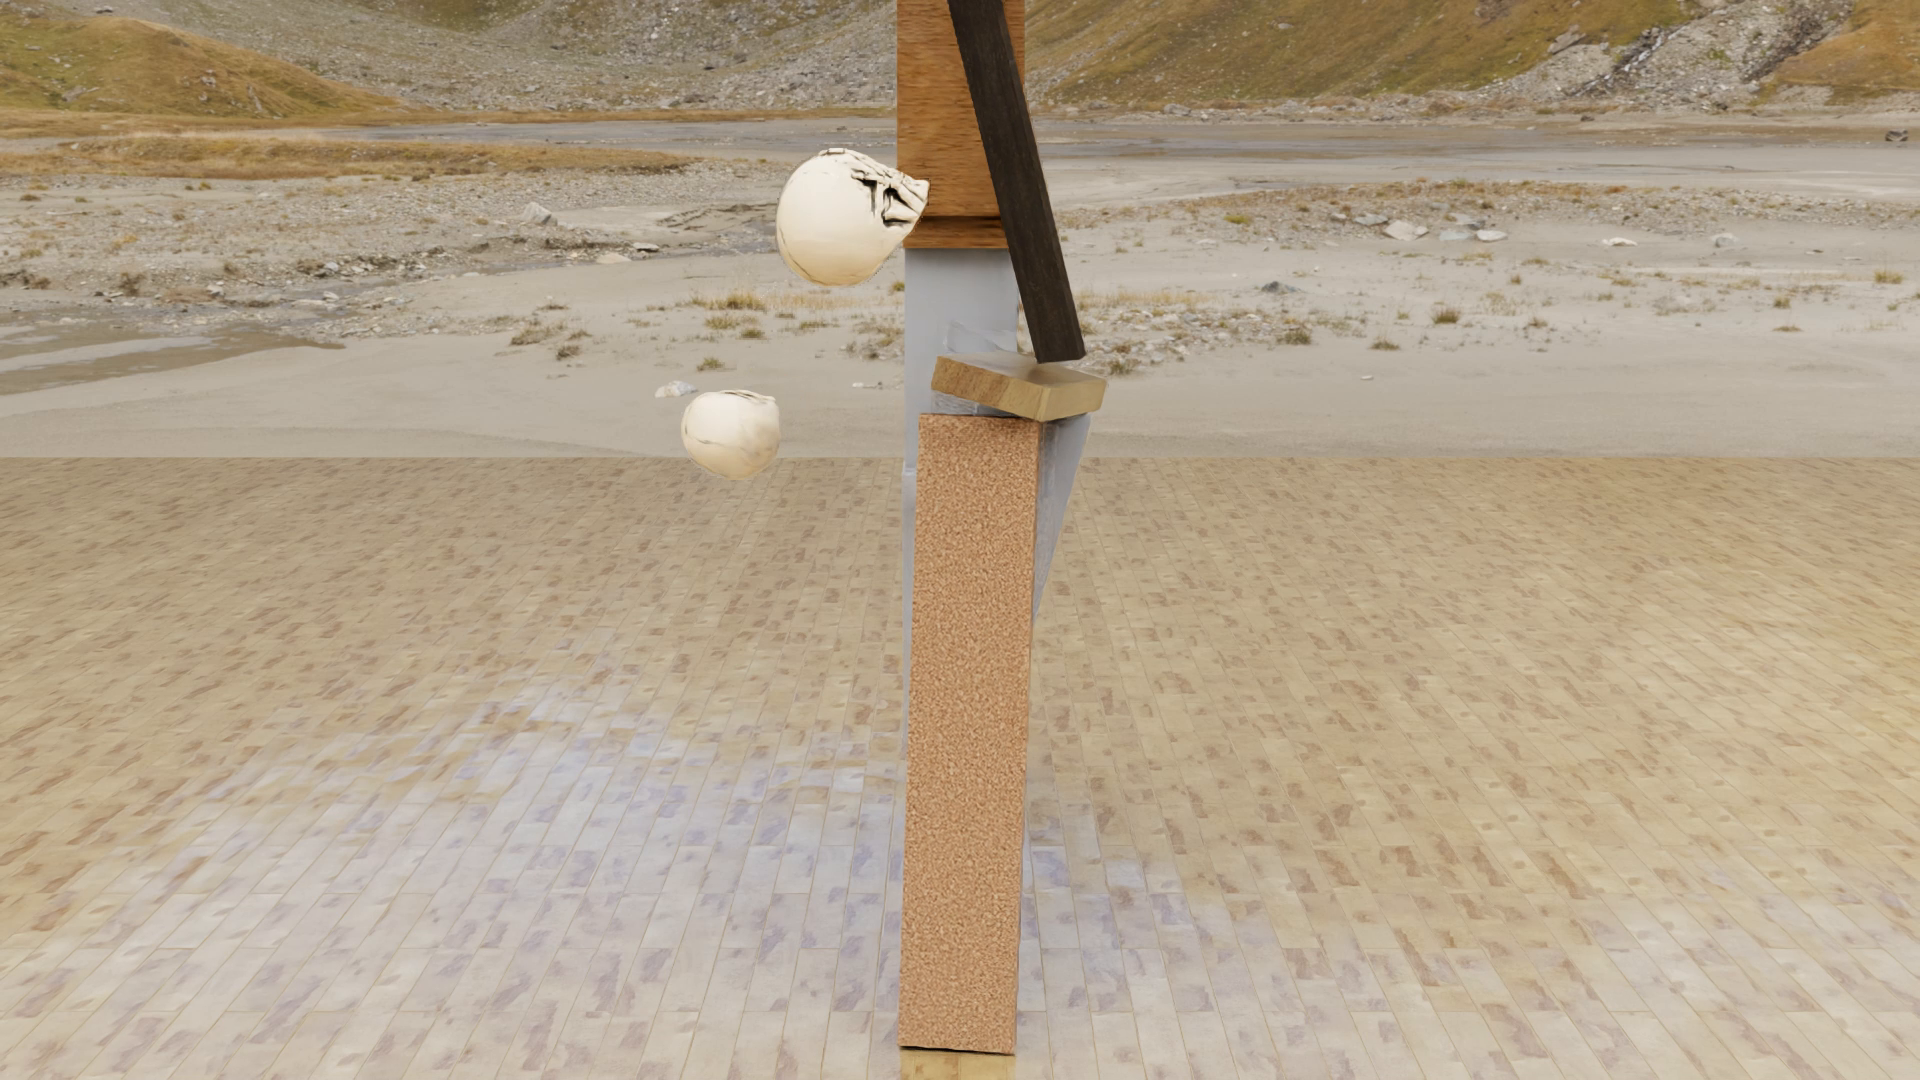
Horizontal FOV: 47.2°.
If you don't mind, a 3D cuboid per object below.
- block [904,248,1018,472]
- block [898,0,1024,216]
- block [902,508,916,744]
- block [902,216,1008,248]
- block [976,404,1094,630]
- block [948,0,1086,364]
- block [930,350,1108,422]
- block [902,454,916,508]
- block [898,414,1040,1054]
[{"bbox_3d":[0.003,-0.269,3.259,0.166,0.332,0.047,0,11,1],"label":"block"},{"bbox_3d":[0.001,-0.644,3.132,0.179,0.357,0.051,0,10,0],"label":"block"},{"bbox_3d":[0.003,0.125,3.336,0.178,0.369,0.050,0,11,0],"label":"block"},{"bbox_3d":[-0.001,-0.475,3.330,0.166,0.047,0.332,0,11,0],"label":"block"},{"bbox_3d":[0.071,-0.047,3.171,0.161,0.321,0.046,16,3,5],"label":"block"},{"bbox_3d":[0.052,-0.610,3.029,0.071,0.765,0.020,-3,22,33],"label":"block"},{"bbox_3d":[0.087,-0.217,3.063,0.161,0.046,0.321,17,11,15],"label":"block"},{"bbox_3d":[0.003,-0.103,3.414,0.178,0.050,0.355,0,11,0],"label":"block"},{"bbox_3d":[0.012,0.267,3.010,0.161,0.872,0.046,3,6,7],"label":"block"}]
